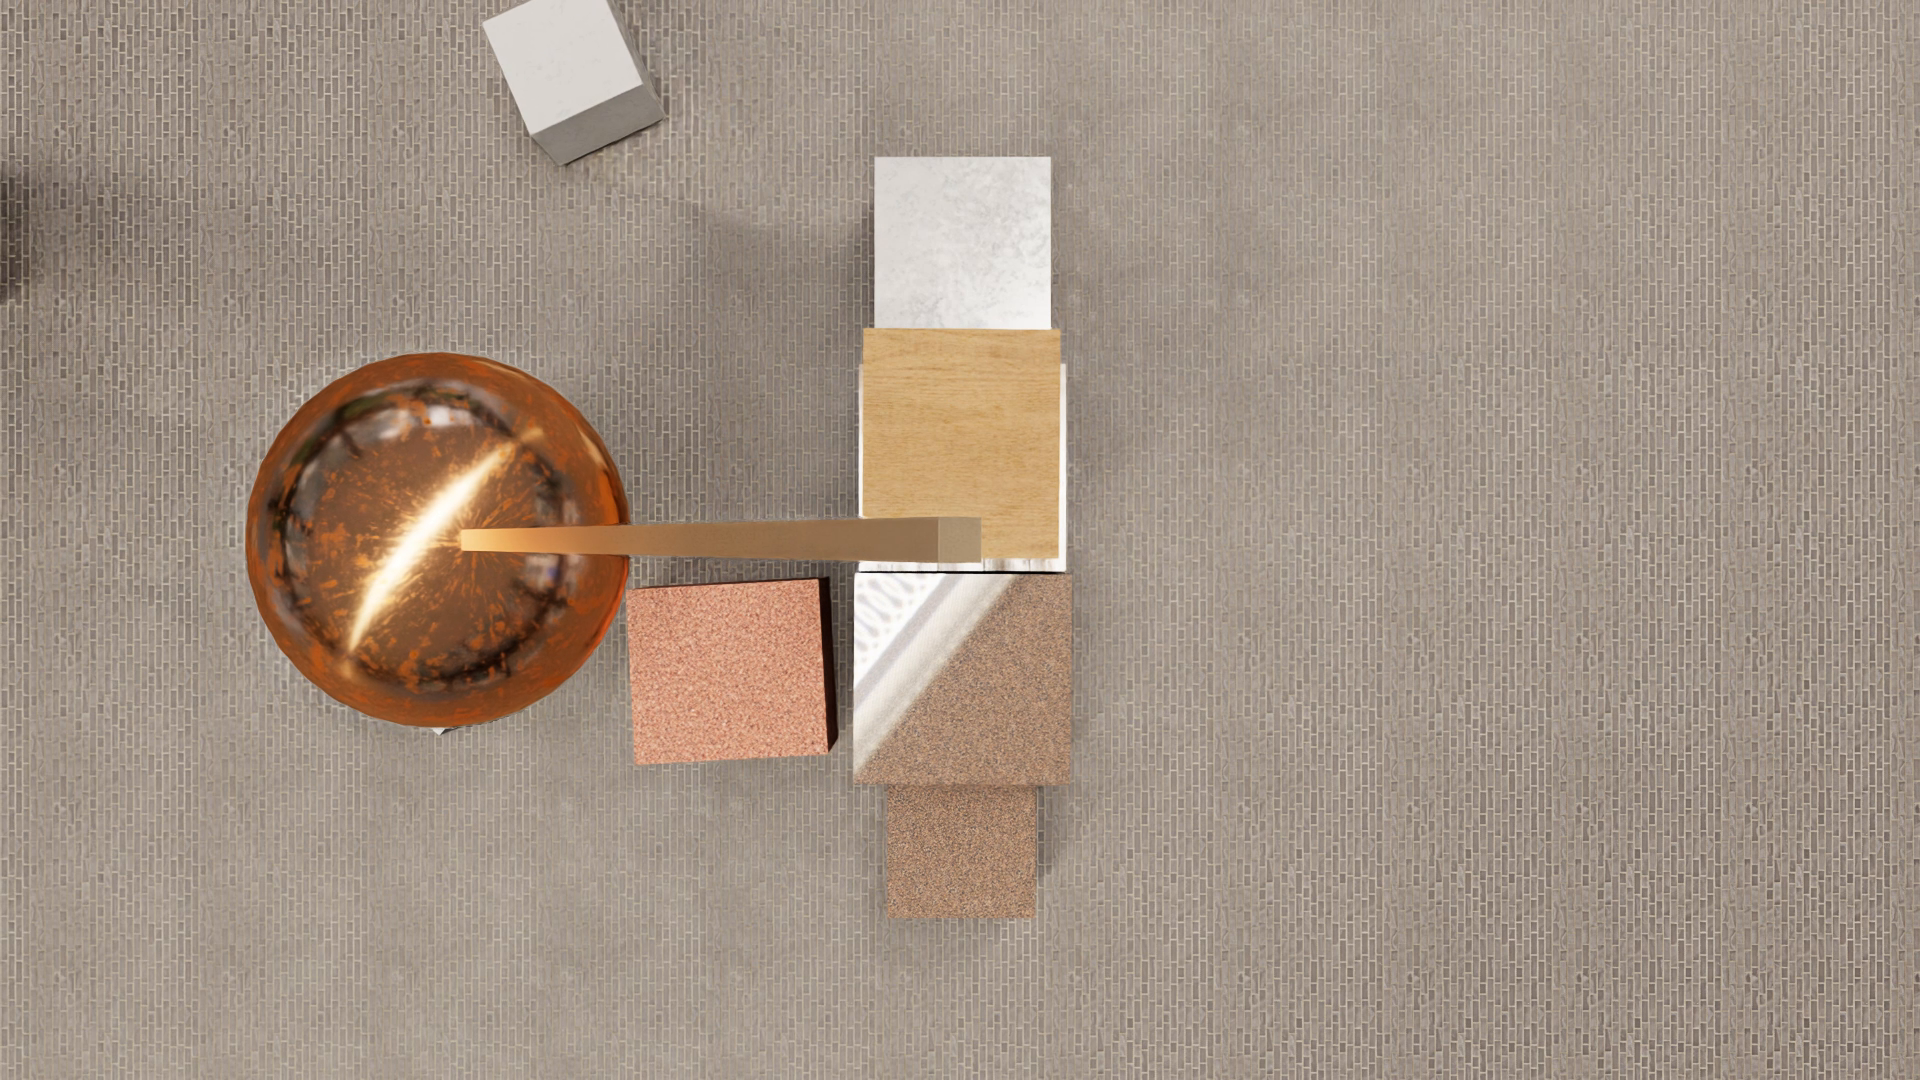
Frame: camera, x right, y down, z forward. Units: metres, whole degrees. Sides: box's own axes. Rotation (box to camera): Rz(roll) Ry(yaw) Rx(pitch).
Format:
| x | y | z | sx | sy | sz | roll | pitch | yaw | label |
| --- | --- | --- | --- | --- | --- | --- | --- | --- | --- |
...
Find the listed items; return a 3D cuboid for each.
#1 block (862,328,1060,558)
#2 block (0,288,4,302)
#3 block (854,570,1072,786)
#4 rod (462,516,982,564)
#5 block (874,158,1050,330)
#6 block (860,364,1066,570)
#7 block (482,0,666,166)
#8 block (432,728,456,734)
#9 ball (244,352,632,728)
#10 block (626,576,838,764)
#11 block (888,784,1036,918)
| x | y | z | sx | sy | sz | roll | pitch | yaw | label |
| --- | --- | --- | --- | --- | --- | --- | --- | --- | --- |
| 0.006 | -0.476 | 11.382 | 0.970 | 1.151 | 1.127 | 0 | 90 | 0 | block |
| -5.992 | -1.708 | 12.499 | 0.718 | 0.852 | 0.736 | -15 | 89 | -12 | block |
| 0.013 | 0.748 | 12.409 | 1.166 | 1.181 | 1.130 | 0 | 90 | 0 | block |
| -0.955 | 0.000 | 6.196 | 0.080 | 5.200 | 0.080 | 0 | 90 | -22 | rod |
| 0.014 | -1.524 | 12.479 | 0.956 | 1.043 | 1.116 | 0 | 90 | 0 | block |
| 0.013 | -0.394 | 12.480 | 1.123 | 1.041 | 1.125 | 0 | 90 | 0 | block |
| -2.203 | -2.693 | 12.627 | 0.691 | 0.644 | 0.714 | -24 | 83 | 2 | block |
| -2.988 | 0.411 | 12.551 | 1.006 | 0.897 | 0.904 | 37 | 90 | 0 | block |
| -2.205 | 0.000 | 9.359 | 1.600 | 1.600 | 1.600 | 0 | 90 | 0 | ball |
| -1.273 | 0.720 | 12.500 | 1.053 | 1.000 | 0.956 | -3 | 90 | 0 | block |
| 0.007 | 1.702 | 12.561 | 0.816 | 0.878 | 0.764 | 0 | 90 | 0 | block |
